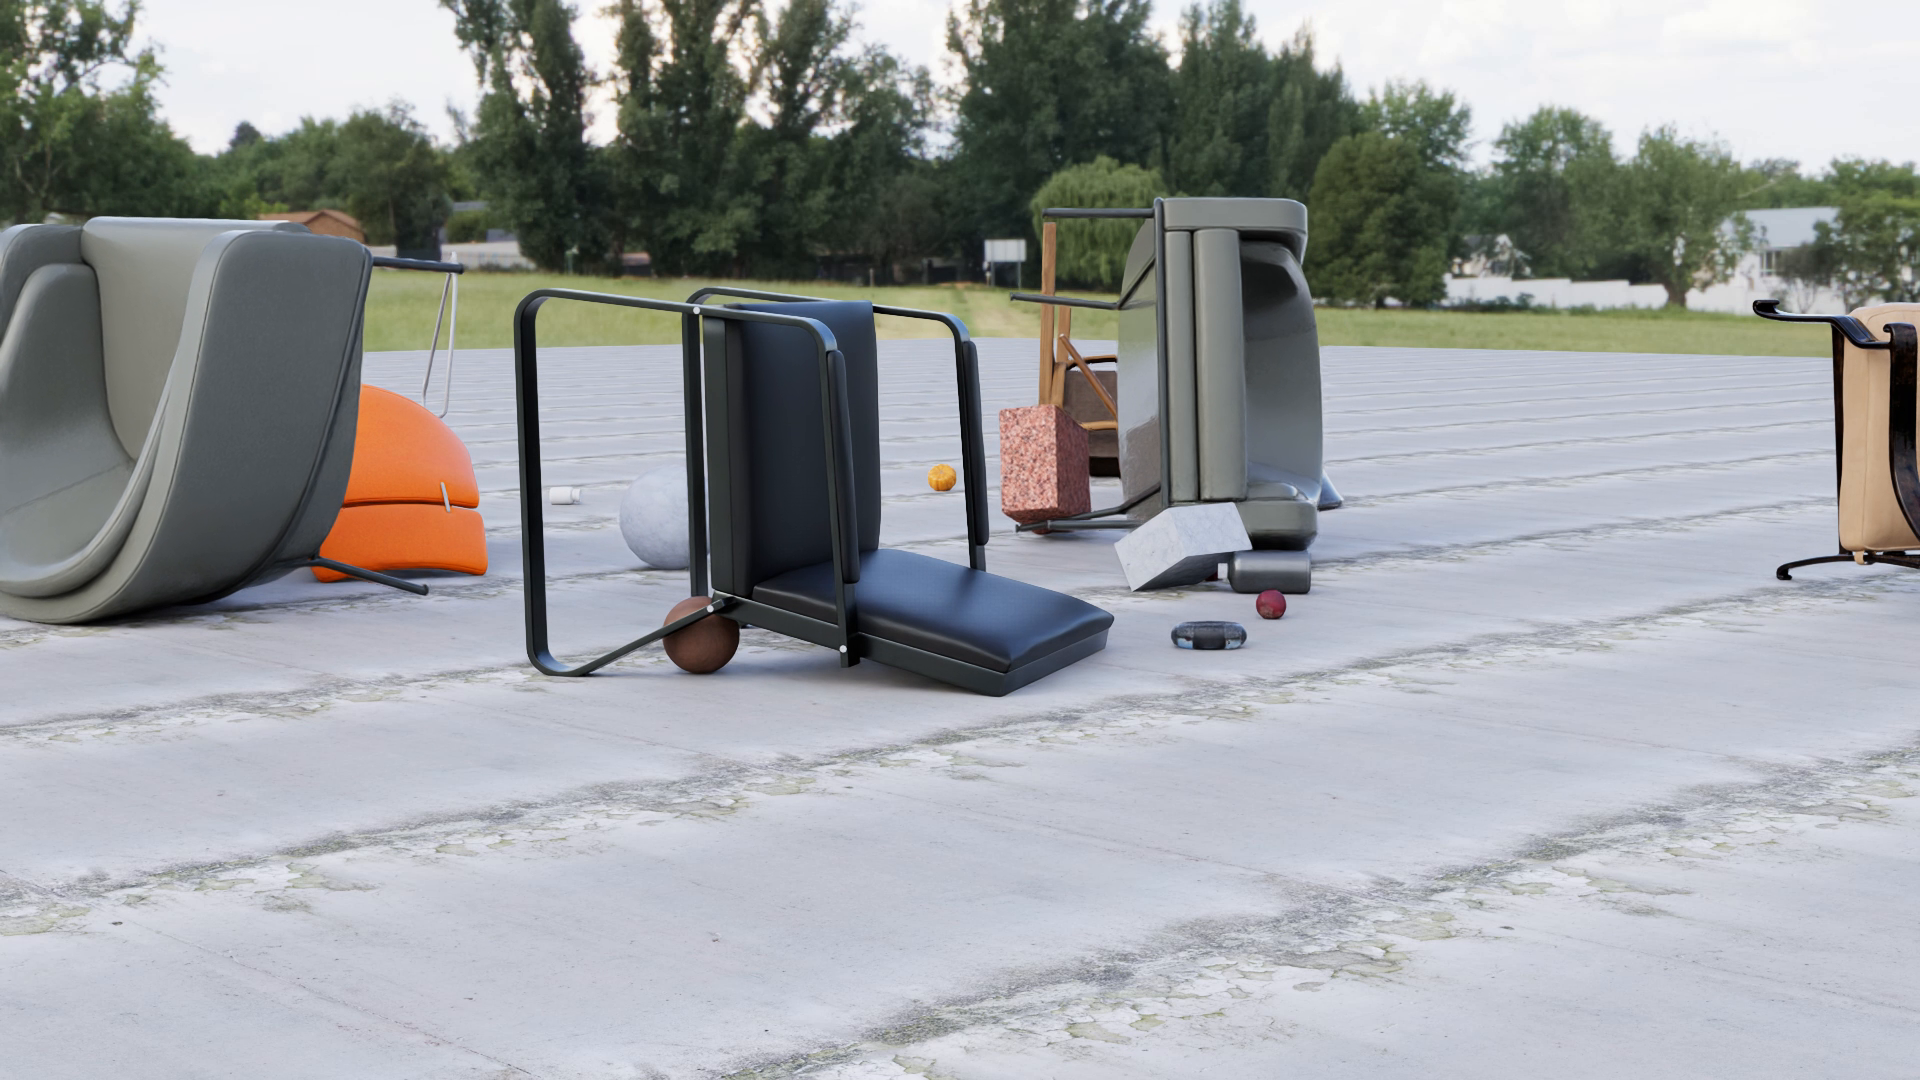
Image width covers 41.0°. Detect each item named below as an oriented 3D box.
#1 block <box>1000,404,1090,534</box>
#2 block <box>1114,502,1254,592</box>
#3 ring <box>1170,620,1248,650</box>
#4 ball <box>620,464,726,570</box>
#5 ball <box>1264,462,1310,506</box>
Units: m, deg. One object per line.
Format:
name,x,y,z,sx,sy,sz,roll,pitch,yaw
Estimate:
block,0.214,-0.173,6.410,0.142,0.258,0.301,-5,-12,18
block,0.469,0.014,5.387,0.205,0.110,0.177,-5,-21,-42
ring,0.442,0.169,4.560,0.136,0.044,0.099,0,4,5
ball,-0.645,-0.051,5.759,0.236,0.236,0.236,0,6,0
ball,0.934,-0.159,7.328,0.129,0.129,0.129,0,6,0
